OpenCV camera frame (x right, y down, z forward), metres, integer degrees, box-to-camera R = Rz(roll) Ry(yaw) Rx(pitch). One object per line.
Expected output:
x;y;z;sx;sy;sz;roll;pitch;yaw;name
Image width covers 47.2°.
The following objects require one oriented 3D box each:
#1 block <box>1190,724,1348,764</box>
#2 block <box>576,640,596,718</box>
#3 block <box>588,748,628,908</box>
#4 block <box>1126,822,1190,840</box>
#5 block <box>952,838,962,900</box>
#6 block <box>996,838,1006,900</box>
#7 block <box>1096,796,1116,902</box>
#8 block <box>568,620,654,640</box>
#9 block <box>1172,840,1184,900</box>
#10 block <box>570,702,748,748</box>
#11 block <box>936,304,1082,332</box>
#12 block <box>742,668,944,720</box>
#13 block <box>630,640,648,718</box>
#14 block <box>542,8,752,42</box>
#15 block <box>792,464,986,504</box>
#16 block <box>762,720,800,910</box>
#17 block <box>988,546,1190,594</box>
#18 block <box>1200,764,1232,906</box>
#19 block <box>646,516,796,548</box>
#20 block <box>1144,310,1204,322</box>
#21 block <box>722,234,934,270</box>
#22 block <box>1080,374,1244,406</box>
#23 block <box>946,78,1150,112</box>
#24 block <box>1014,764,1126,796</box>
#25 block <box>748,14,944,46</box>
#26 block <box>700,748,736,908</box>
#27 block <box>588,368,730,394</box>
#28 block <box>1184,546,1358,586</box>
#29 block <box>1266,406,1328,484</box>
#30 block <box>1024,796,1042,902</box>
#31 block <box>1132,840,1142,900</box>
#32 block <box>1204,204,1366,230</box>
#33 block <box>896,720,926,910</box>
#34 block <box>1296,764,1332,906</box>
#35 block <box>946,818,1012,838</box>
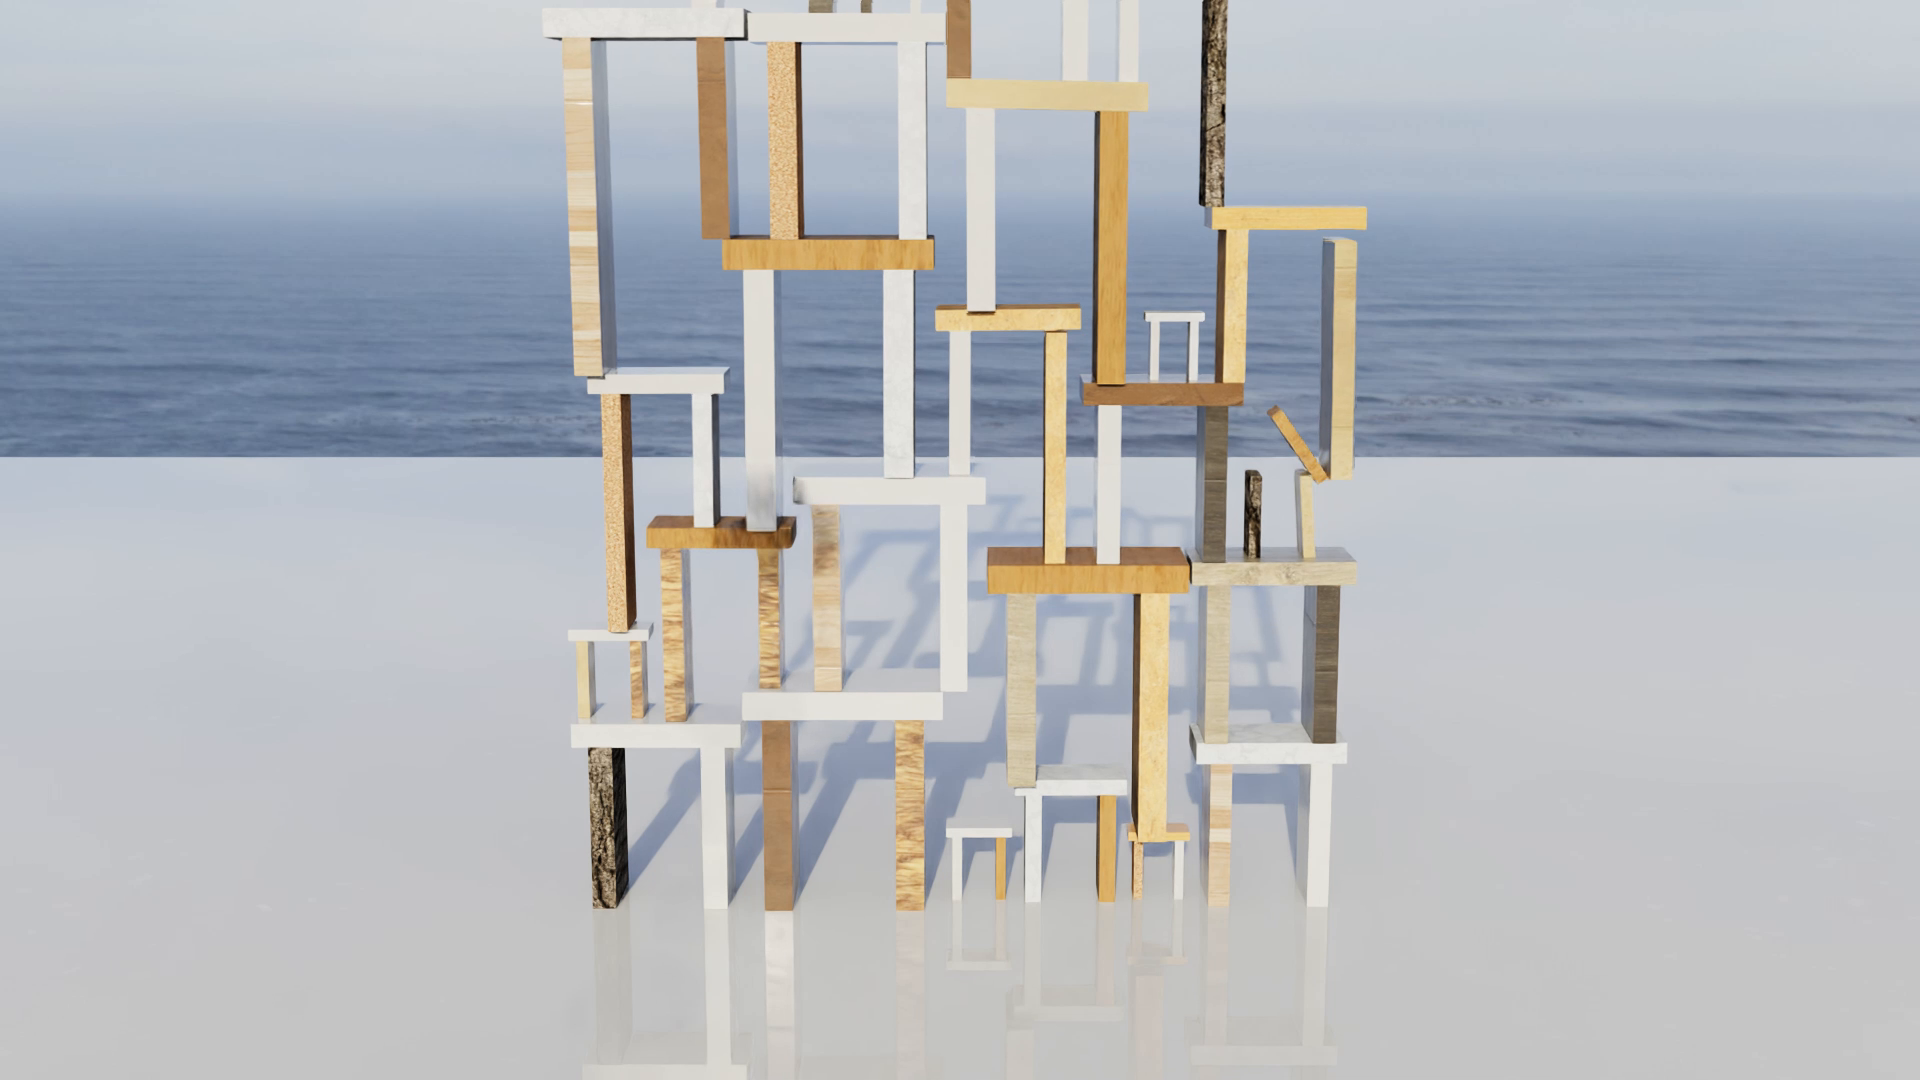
0.505;0.335;3.619;0.243;0.034;0.121;0;11;0;block
-0.611;0.221;3.597;0.018;0.130;0.065;0;11;0;block
-0.581;0.457;3.640;0.039;0.273;0.136;0;11;0;block
0.328;0.484;3.648;0.101;0.014;0.050;0;11;0;block
-0.005;0.537;3.656;0.015;0.108;0.054;0;11;0;block
0.067;0.537;3.656;0.015;0.108;0.054;0;11;0;block
0.242;0.499;3.657;0.026;0.183;0.091;0;11;0;block
-0.568;0.148;3.584;0.130;0.018;0.065;0;11;0;block
0.362;0.541;3.658;0.014;0.101;0.050;0;11;0;block
-0.490;0.304;3.612;0.273;0.039;0.136;0;11;0;block
0.078;-0.353;3.486;0.227;0.032;0.113;0;10;3;block
-0.189;0.252;3.604;0.321;0.046;0.161;0;11;0;block
-0.525;0.221;3.597;0.018;0.130;0.065;0;11;0;block
-0.482;-0.800;3.415;0.305;0.043;0.153;0;11;0;block
-0.112;-0.091;3.541;0.304;0.043;0.152;0;10;0;block
-0.296;0.432;3.638;0.046;0.321;0.161;0;11;0;block
0.205;0.048;3.571;0.320;0.045;0.160;0;11;0;block
0.424;0.471;3.645;0.034;0.243;0.122;0;11;0;block
-0.384;-0.013;3.556;0.230;0.033;0.115;0;11;0;block
0.339;-0.355;3.489;0.093;0.013;0.046;0;11;1;block
-0.204;-0.455;3.473;0.326;0.046;0.163;0;11;0;block
0.319;-0.240;3.510;0.251;0.036;0.126;0;11;0;block
0.134;-0.692;3.423;0.308;0.044;0.154;1;11;0;block
0.181;0.396;3.638;0.183;0.026;0.091;0;11;0;block
-0.173;-0.791;3.408;0.298;0.042;0.149;0;11;0;block
-0.400;0.457;3.640;0.039;0.273;0.136;0;11;0;block
-0.479;-0.255;3.514;0.214;0.030;0.107;0;11;0;block
0.501;0.042;3.565;0.262;0.037;0.131;0;11;0;block
0.541;-0.153;3.532;0.019;0.133;0.067;-35;8;6;block
0.121;0.499;3.657;0.026;0.183;0.091;0;11;0;block
0.295;0.541;3.659;0.014;0.101;0.050;0;11;0;block
0.510;-0.508;3.459;0.238;0.034;0.119;0;11;0;block
-0.081;0.432;3.638;0.046;0.321;0.161;0;11;0;block
0.586;0.471;3.644;0.034;0.243;0.121;0;11;0;block
0.031;0.477;3.645;0.108;0.015;0.054;0;11;0;block
